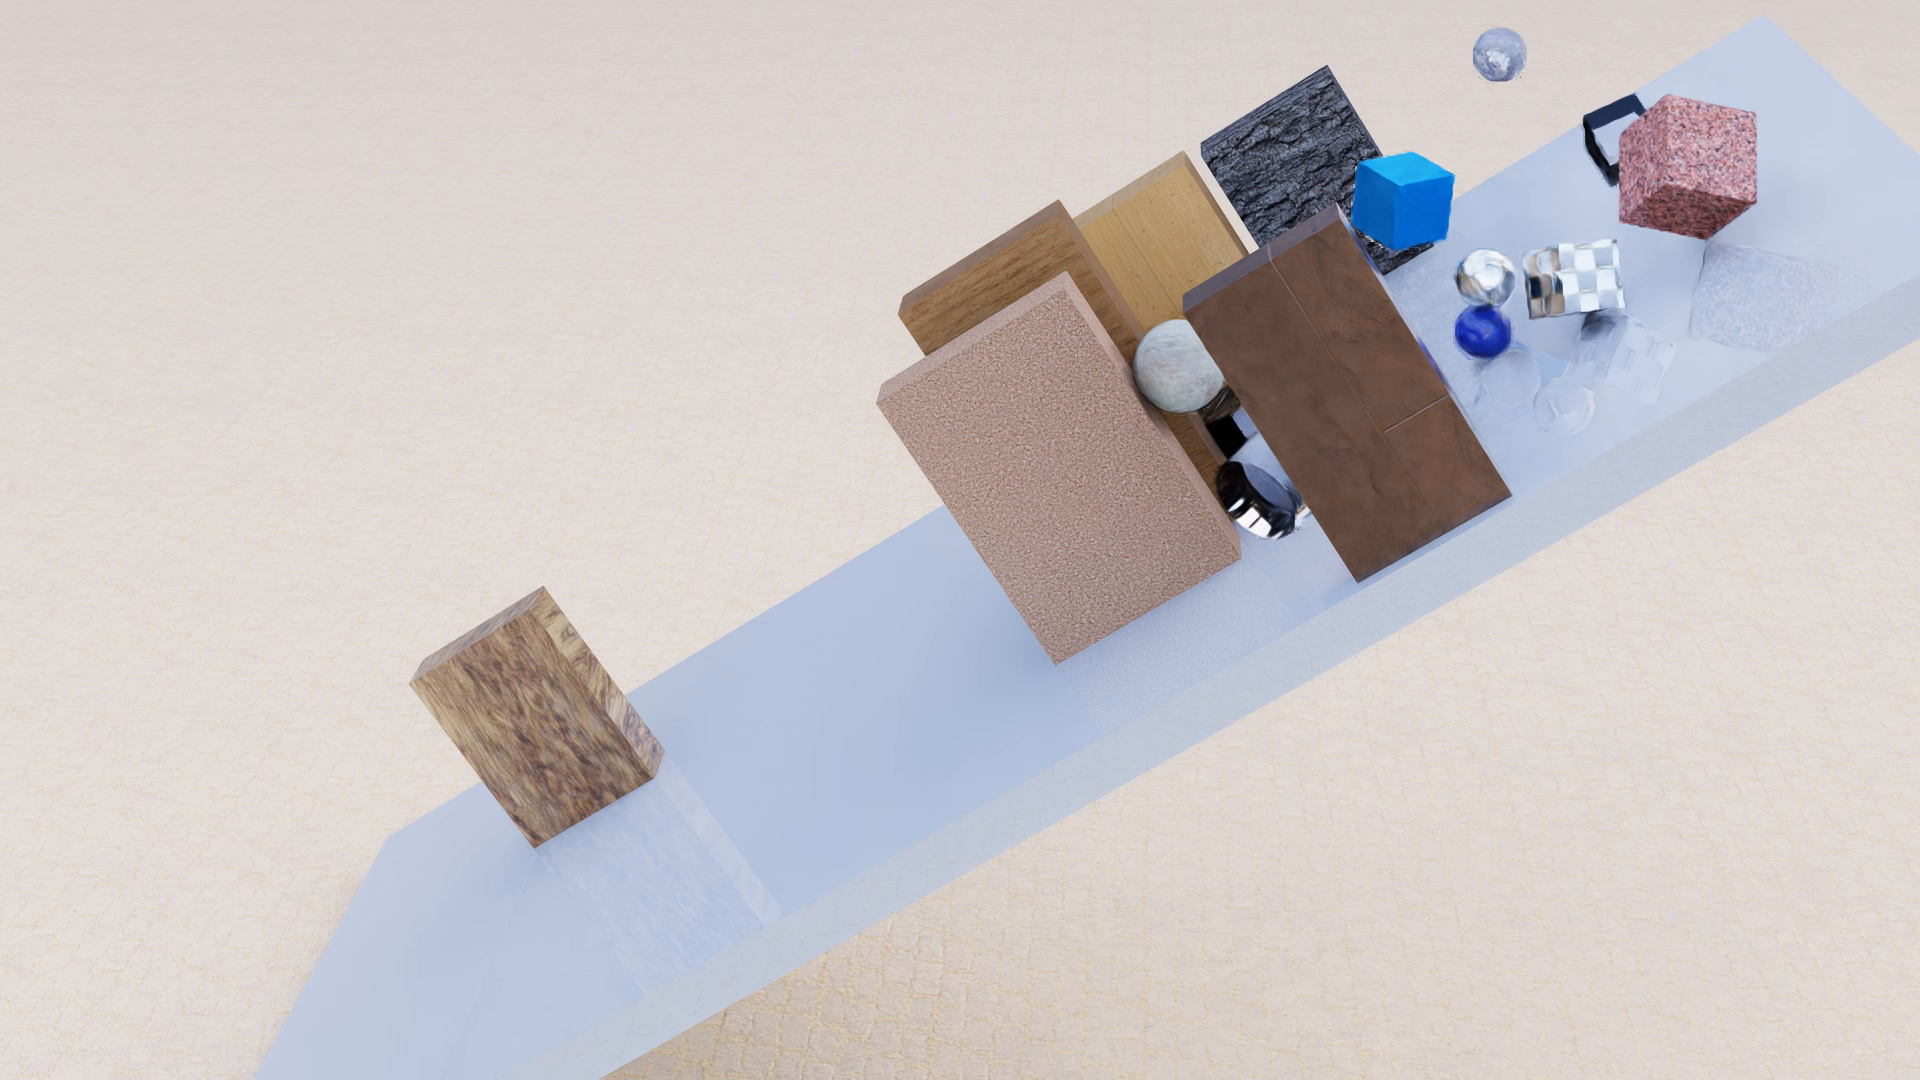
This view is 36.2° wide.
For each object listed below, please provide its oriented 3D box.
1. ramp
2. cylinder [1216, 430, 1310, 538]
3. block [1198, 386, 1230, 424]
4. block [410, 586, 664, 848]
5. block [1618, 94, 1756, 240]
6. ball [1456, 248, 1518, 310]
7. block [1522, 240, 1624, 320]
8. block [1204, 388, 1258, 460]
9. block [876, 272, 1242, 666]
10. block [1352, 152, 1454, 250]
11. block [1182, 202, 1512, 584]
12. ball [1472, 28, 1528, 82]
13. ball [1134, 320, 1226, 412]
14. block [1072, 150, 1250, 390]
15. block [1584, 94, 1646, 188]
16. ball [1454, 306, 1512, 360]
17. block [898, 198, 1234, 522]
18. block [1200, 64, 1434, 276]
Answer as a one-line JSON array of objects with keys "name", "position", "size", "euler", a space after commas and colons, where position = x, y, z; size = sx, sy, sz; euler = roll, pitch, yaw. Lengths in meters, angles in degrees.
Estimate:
[{"name": "ramp", "position": [0.140, 0.170, 6.295], "size": [4.000, 0.100, 2.000], "euler": [-31, 15, 14]}, {"name": "cylinder", "position": [0.620, -0.130, 5.655], "size": [0.184, 0.184, 0.184], "euler": [17, 48, 39]}, {"name": "block", "position": [0.511, -0.184, 6.089], "size": [0.166, 0.166, 0.166], "euler": [-25, 18, 32]}, {"name": "block", "position": [-0.970, 0.409, 6.769], "size": [0.346, 0.487, 0.149], "euler": [-31, 15, 14]}, {"name": "block", "position": [1.380, -0.706, 5.583], "size": [0.186, 0.186, 0.186], "euler": [10, -19, -13]}, {"name": "ball", "position": [1.025, -0.507, 5.728], "size": [0.119, 0.119, 0.119], "euler": [0, 20, 0]}, {"name": "block", "position": [1.170, -0.497, 5.618], "size": [0.130, 0.130, 0.130], "euler": [-7, 1, -21]}, {"name": "block", "position": [0.636, -0.235, 5.976], "size": [0.168, 0.168, 0.168], "euler": [-22, 19, 38]}, {"name": "block", "position": [0.195, -0.134, 5.694], "size": [0.426, 0.635, 0.129], "euler": [-31, 15, 14]}, {"name": "block", "position": [0.935, -0.717, 6.208], "size": [0.144, 0.144, 0.144], "euler": [-13, 33, -26]}, {"name": "block", "position": [0.676, -0.254, 5.140], "size": [0.312, 0.585, 0.118], "euler": [-31, 15, 14]}, {"name": "ball", "position": [1.079, -0.970, 5.883], "size": [0.108, 0.108, 0.108], "euler": [0, 20, 0]}, {"name": "ball", "position": [0.421, -0.333, 5.633], "size": [0.179, 0.179, 0.179], "euler": [0, 20, 0]}, {"name": "block", "position": [0.474, -0.546, 6.612], "size": [0.386, 0.513, 0.147], "euler": [-31, 15, 14]}, {"name": "block", "position": [1.306, -0.788, 5.799], "size": [0.110, 0.110, 0.110], "euler": [-24, 61, 1]}, {"name": "ball", "position": [1.031, -0.412, 5.795], "size": [0.113, 0.113, 0.113], "euler": [0, 20, 0]}, {"name": "block", "position": [0.232, -0.273, 5.888], "size": [0.372, 0.716, 0.140], "euler": [-31, 15, 14]}, {"name": "block", "position": [0.818, -0.794, 6.751], "size": [0.340, 0.461, 0.140], "euler": [-31, 15, 14]}]
